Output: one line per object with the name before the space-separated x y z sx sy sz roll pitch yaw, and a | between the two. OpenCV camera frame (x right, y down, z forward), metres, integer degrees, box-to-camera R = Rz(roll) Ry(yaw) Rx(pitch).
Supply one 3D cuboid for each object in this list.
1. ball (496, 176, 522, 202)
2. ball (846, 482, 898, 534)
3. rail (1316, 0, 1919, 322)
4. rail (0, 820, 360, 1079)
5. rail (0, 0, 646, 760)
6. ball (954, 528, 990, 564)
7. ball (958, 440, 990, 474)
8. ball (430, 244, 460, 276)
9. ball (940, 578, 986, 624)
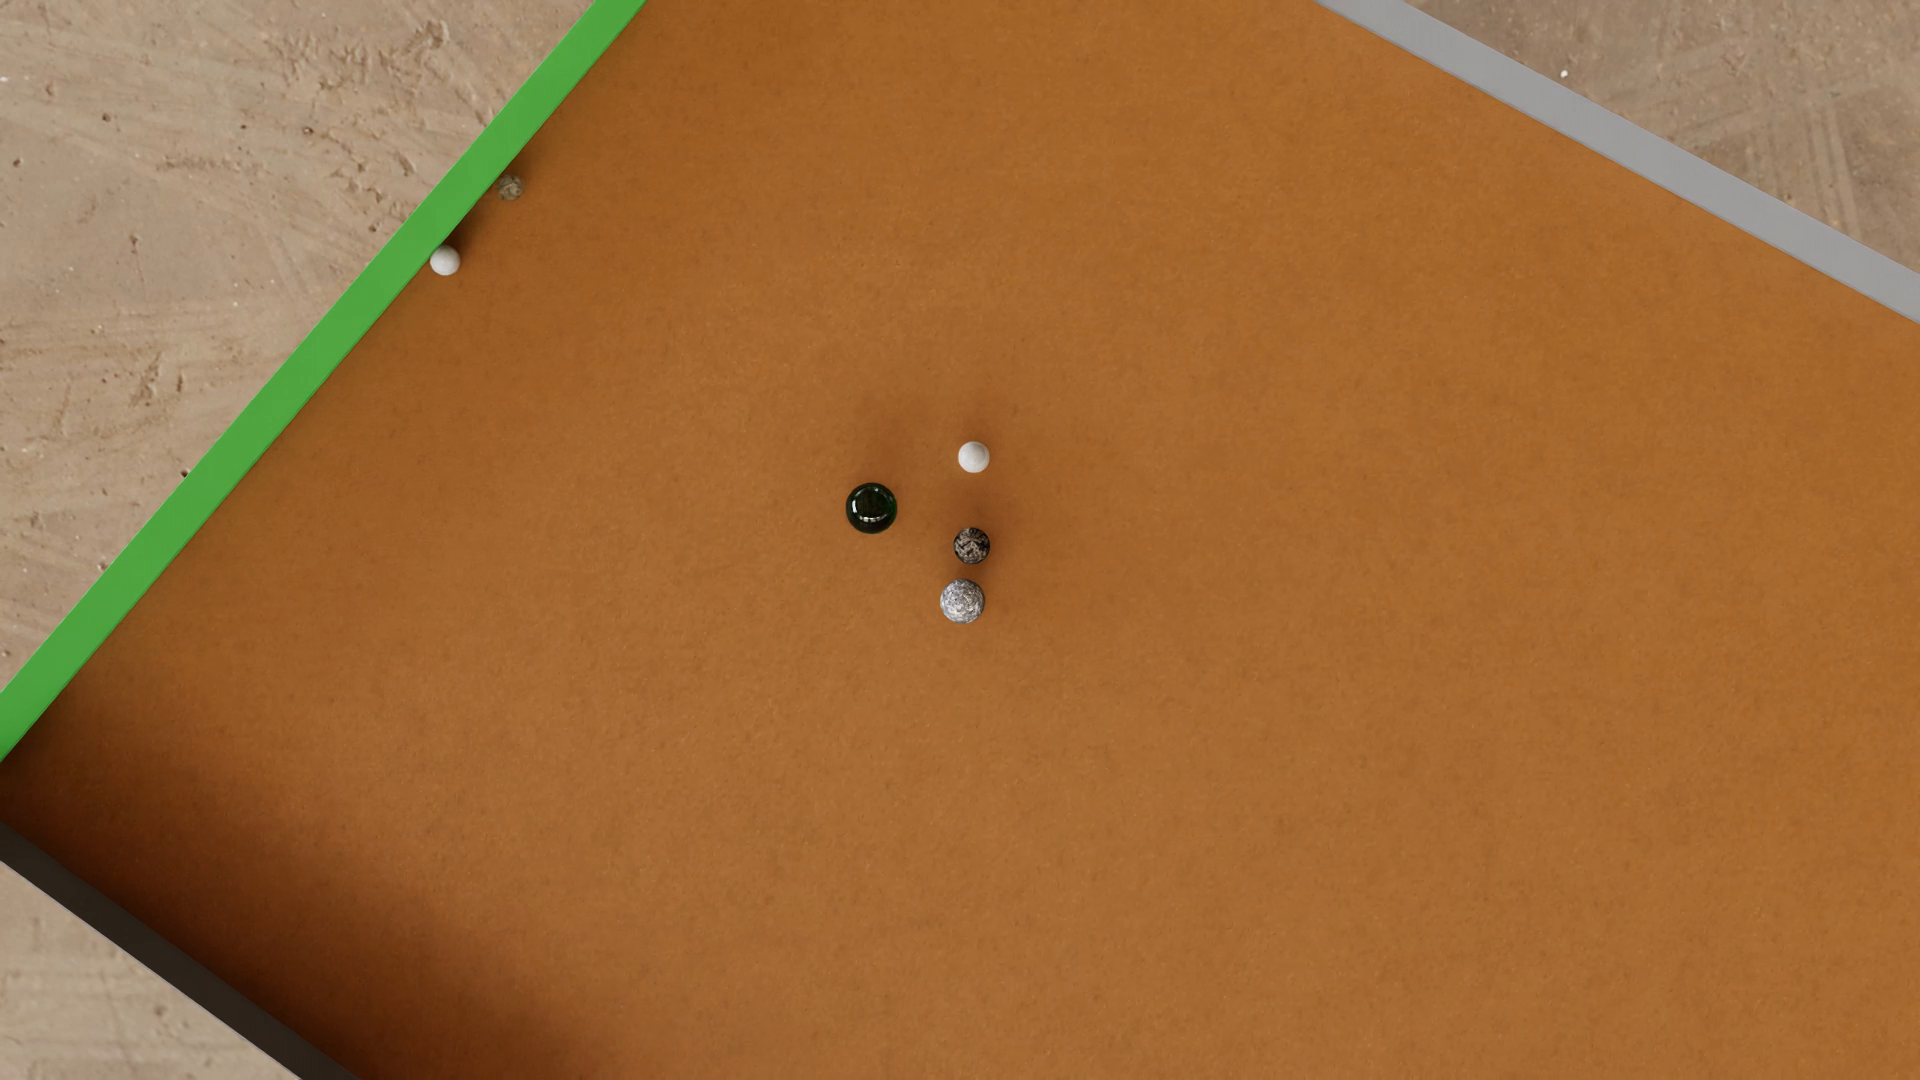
ball | -0.764 -0.596 3.729 0.043 0.043 0.043 0 68 0
ball | -0.141 -0.050 3.492 0.083 0.083 0.083 0 68 0
rail | 1.539 -0.399 3.616 4.212 0.108 0.045 32 72 12
rail | 0.219 1.459 2.879 4.212 0.108 0.045 32 72 12
rail | -0.859 -0.536 3.670 0.045 0.108 2.443 32 72 12
ball | 0.019 0.009 3.481 0.059 0.059 0.059 0 68 0
ball | 0.023 -0.134 3.542 0.052 0.052 0.052 0 68 0
ball | -0.860 -0.467 3.674 0.051 0.051 0.051 0 68 0
ball | 0.004 0.096 3.440 0.071 0.071 0.071 0 68 0
